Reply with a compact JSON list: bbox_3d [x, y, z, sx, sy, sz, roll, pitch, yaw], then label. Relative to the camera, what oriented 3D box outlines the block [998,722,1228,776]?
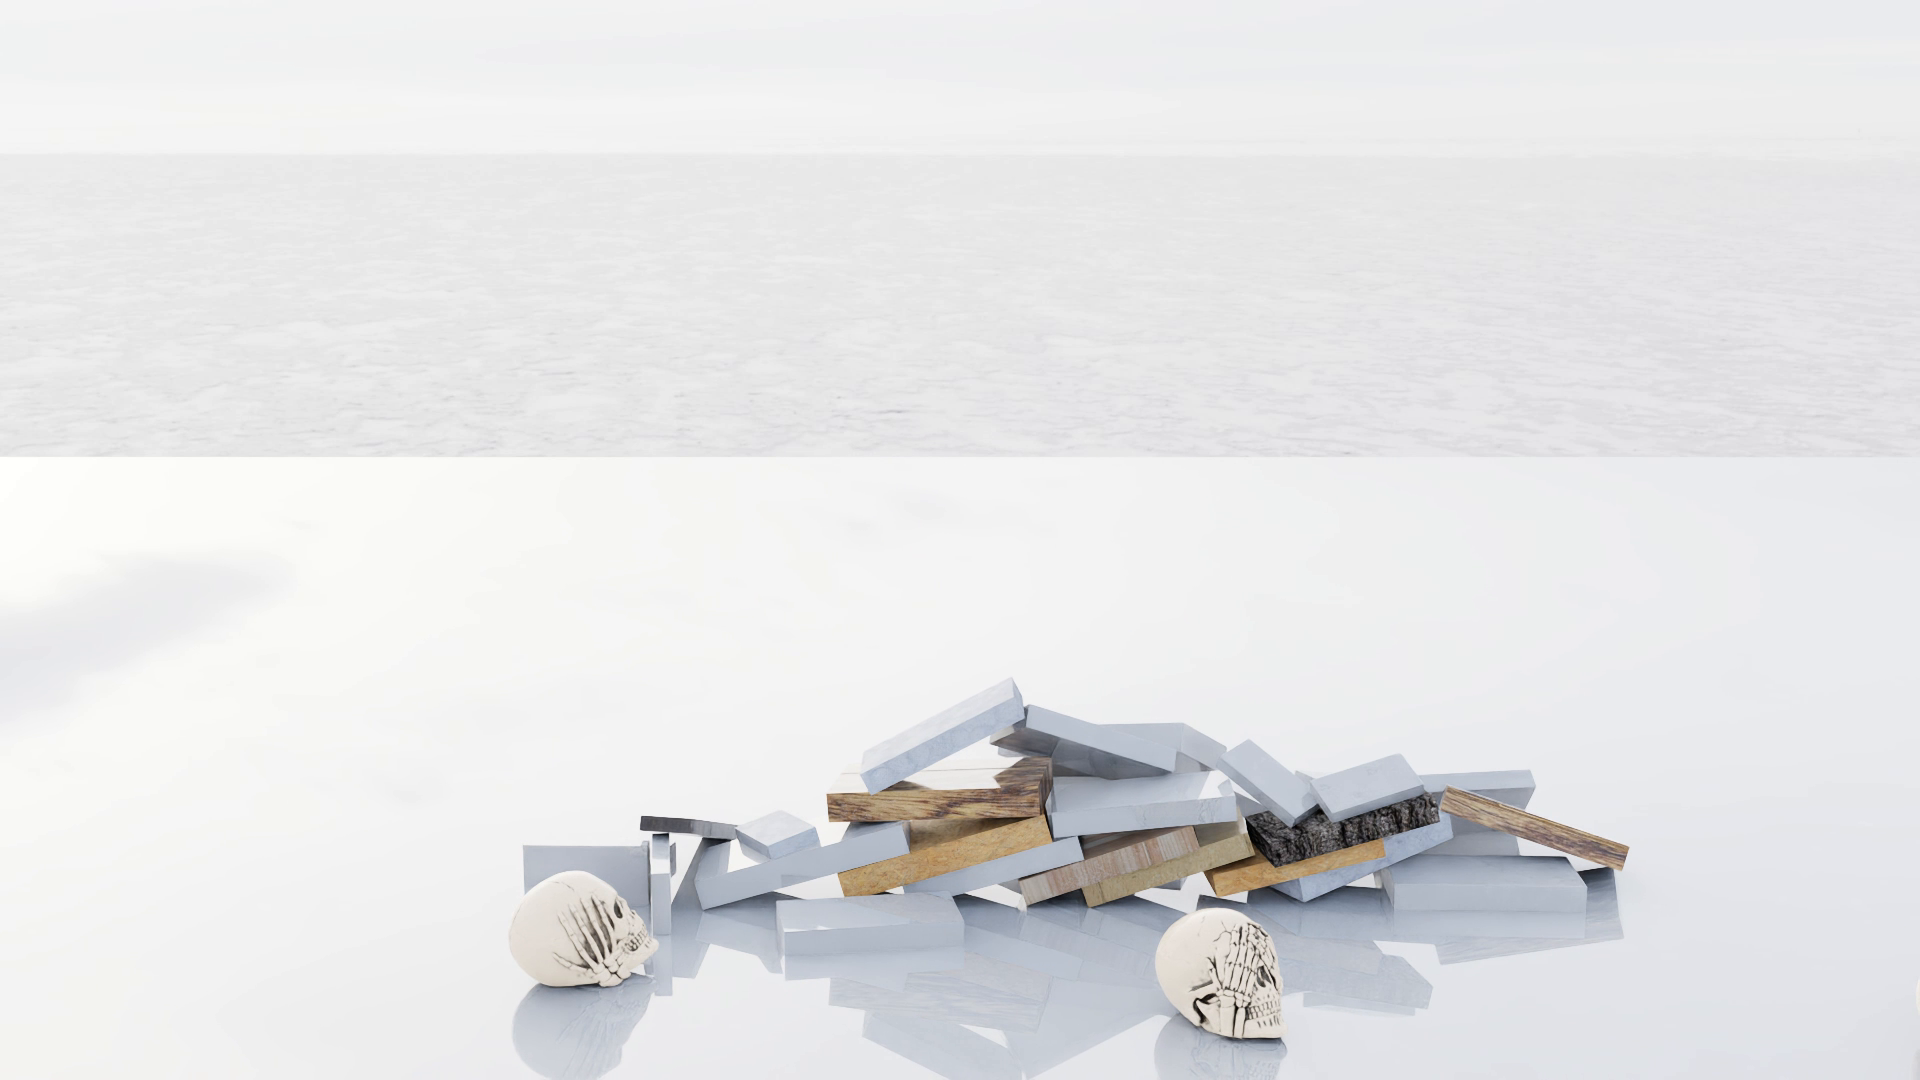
[{"bbox_3d":[0.268,0.372,3.877,0.359,0.051,0.180,-4,-20,31],"label":"block"}]

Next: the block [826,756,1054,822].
[{"bbox_3d":[-0.031,0.415,3.662,0.351,0.050,0.175,-3,10,10],"label":"block"}]

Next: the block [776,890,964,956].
[{"bbox_3d":[-0.144,0.605,3.478,0.281,0.040,0.140,-2,11,-10],"label":"block"}]

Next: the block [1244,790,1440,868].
[{"bbox_3d":[0.630,0.462,3.637,0.285,0.040,0.143,-14,13,-7],"label":"block"}]

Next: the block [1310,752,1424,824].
[{"bbox_3d":[0.669,0.407,3.618,0.166,0.023,0.083,-16,38,-12],"label":"block"}]

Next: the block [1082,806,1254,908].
[{"bbox_3d":[0.341,0.526,3.656,0.285,0.040,0.143,-19,10,5],"label":"block"}]

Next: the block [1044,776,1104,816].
[{"bbox_3d":[0.125,0.473,3.986,0.359,0.051,0.180,-3,10,38],"label":"block"}]

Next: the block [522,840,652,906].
[{"bbox_3d":[-0.613,0.547,3.619,0.204,0.102,0.029,0,11,1],"label":"block"}]

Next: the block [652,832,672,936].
[{"bbox_3d":[-0.485,0.557,3.569,0.029,0.102,0.204,-1,11,-7],"label":"block"}]

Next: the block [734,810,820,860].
[{"bbox_3d":[-0.306,0.491,3.670,0.087,0.025,0.175,-20,11,-22],"label":"block"}]

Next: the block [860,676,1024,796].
[{"bbox_3d":[-0.029,0.321,3.624,0.281,0.040,0.140,-27,9,5],"label":"block"}]

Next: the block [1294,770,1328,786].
[{"bbox_3d":[0.762,0.470,4.059,0.269,0.038,0.135,8,5,-29],"label":"block"}]

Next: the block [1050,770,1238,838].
[{"bbox_3d":[0.301,0.435,3.639,0.298,0.042,0.149,-6,10,2],"label":"block"}]

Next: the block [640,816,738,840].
[{"bbox_3d":[-0.453,0.497,3.788,0.087,0.025,0.342,2,-9,11],"label":"block"}]

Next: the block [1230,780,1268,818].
[{"bbox_3d":[0.539,0.470,4.035,0.269,0.038,0.135,24,18,40],"label":"block"}]

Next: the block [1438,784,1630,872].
[{"bbox_3d":[0.979,0.490,3.766,0.310,0.044,0.155,18,-1,12],"label":"block"}]

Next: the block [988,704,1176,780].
[{"bbox_3d":[0.206,0.348,3.701,0.281,0.040,0.140,18,-24,-20],"label":"block"}]

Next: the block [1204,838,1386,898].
[{"bbox_3d":[0.548,0.517,3.662,0.285,0.040,0.143,-13,13,-3],"label":"block"}]

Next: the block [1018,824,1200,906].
[{"bbox_3d":[0.244,0.516,3.649,0.298,0.042,0.149,-19,10,4],"label":"block"}]

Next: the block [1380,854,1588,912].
[{"bbox_3d":[0.868,0.570,3.659,0.310,0.044,0.155,1,11,3],"label":"block"}]

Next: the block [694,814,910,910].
[{"bbox_3d":[-0.259,0.518,3.663,0.351,0.050,0.176,-16,10,2],"label":"block"}]

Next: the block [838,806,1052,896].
[{"bbox_3d":[-0.026,0.503,3.664,0.351,0.050,0.175,-16,10,2],"label":"block"}]

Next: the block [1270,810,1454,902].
[{"bbox_3d":[0.662,0.519,3.730,0.310,0.044,0.155,-18,14,-22],"label":"block"}]

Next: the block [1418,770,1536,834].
[{"bbox_3d":[0.882,0.473,3.943,0.269,0.135,0.038,-2,48,-9],"label":"block"}]

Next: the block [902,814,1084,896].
[{"bbox_3d":[0.055,0.528,3.659,0.298,0.042,0.149,-16,10,4],"label":"block"}]

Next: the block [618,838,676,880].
[{"bbox_3d":[-0.571,0.557,3.765,0.102,0.029,0.204,3,11,13],"label":"block"}]

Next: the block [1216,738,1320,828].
[{"bbox_3d":[0.514,0.403,3.650,0.166,0.023,0.083,39,42,27],"label":"block"}]
